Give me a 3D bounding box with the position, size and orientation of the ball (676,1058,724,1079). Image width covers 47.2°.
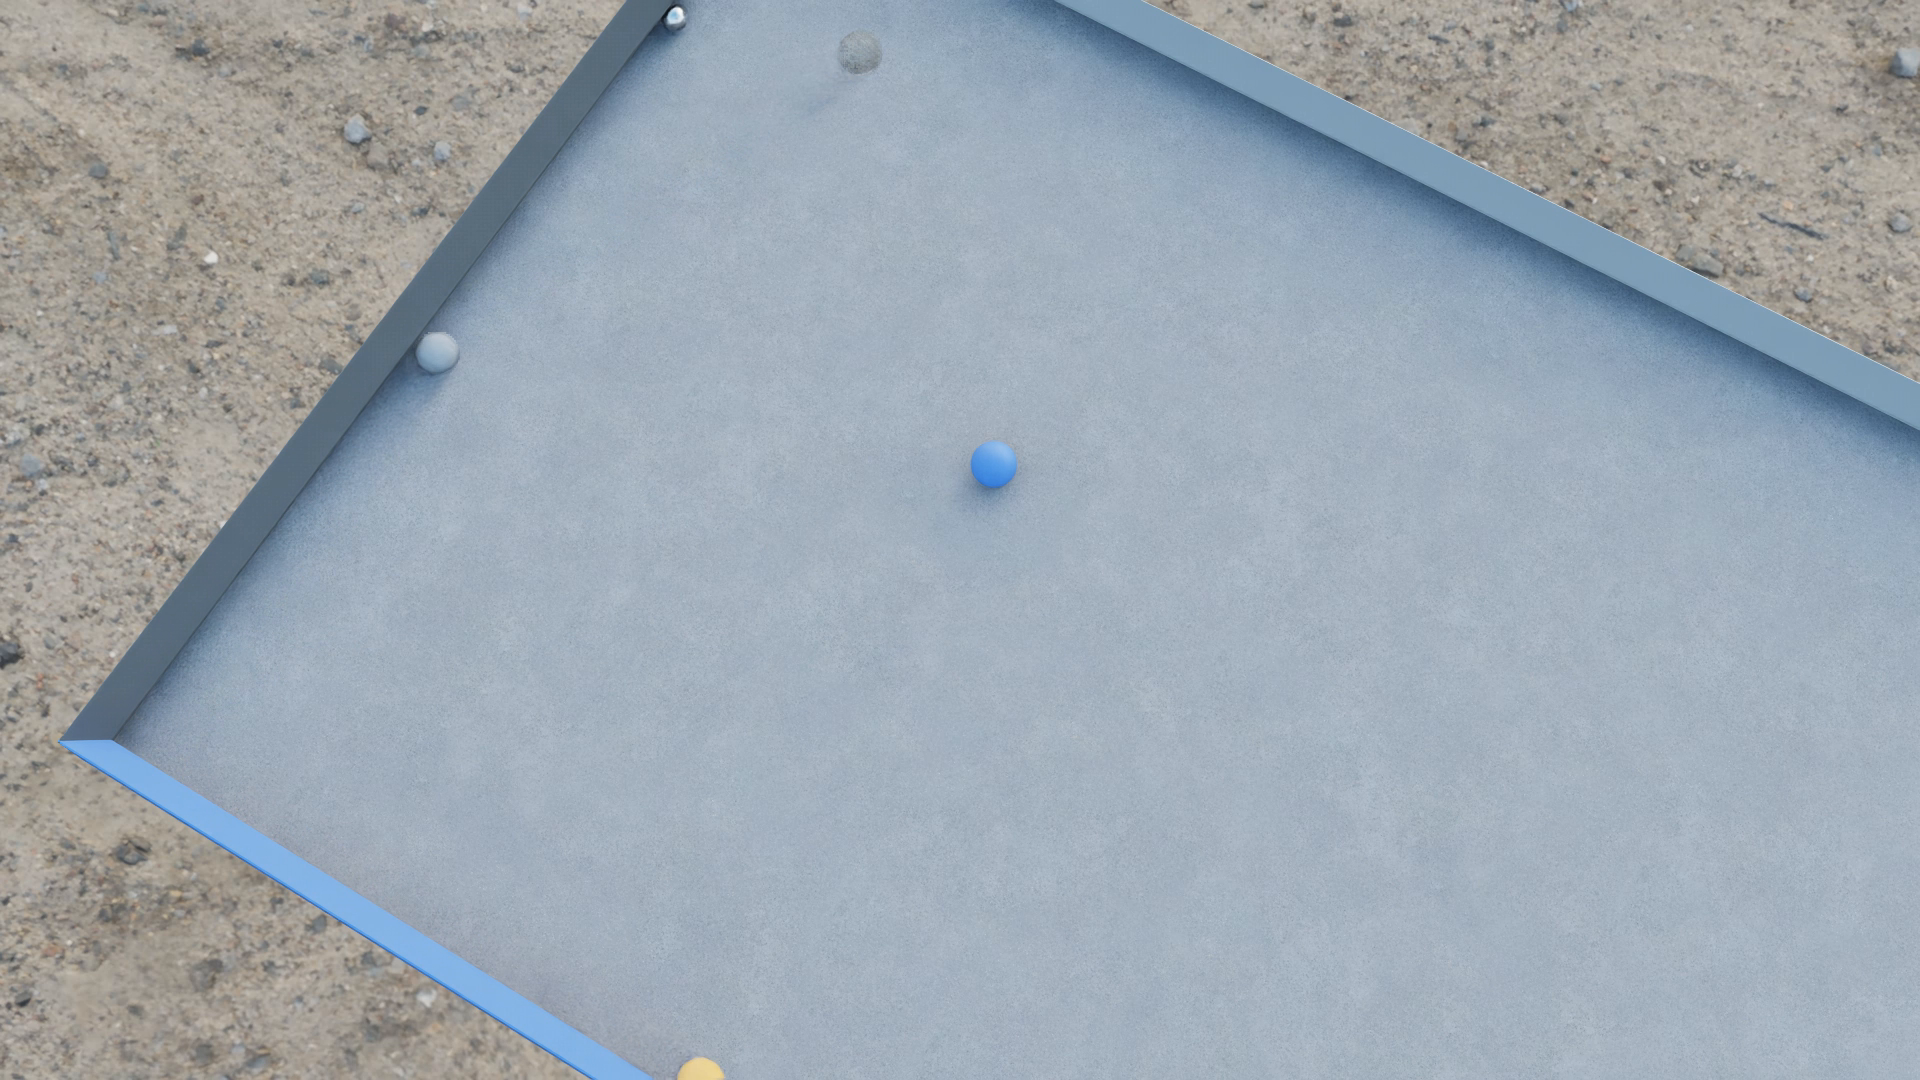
[{"bbox_3d":[-0.374,0.780,3.166,0.067,0.067,0.067,0,69,0],"label":"ball"}]

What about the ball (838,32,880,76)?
[{"bbox_3d":[-0.173,-0.838,3.786,0.074,0.074,0.074,0,69,0],"label":"ball"}]

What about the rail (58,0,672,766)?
[{"bbox_3d":[-0.824,-0.462,3.628,0.045,0.097,1.974,29,72,11],"label":"rail"}]

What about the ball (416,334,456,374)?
[{"bbox_3d":[-0.853,-0.304,3.585,0.065,0.065,0.065,0,69,0],"label":"ball"}]

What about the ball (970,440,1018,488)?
[{"bbox_3d":[0.054,-0.121,3.509,0.075,0.075,0.075,0,69,0],"label":"ball"}]

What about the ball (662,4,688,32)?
[{"bbox_3d":[-0.497,-0.908,3.828,0.046,0.046,0.046,0,69,0],"label":"ball"}]

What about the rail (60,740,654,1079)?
[{"bbox_3d":[0.352,1.235,2.974,3.926,0.097,0.045,29,72,11],"label":"rail"}]

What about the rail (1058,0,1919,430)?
[{"bbox_3d":[1.336,-0.312,3.570,3.926,0.097,0.045,29,72,11],"label":"rail"}]
